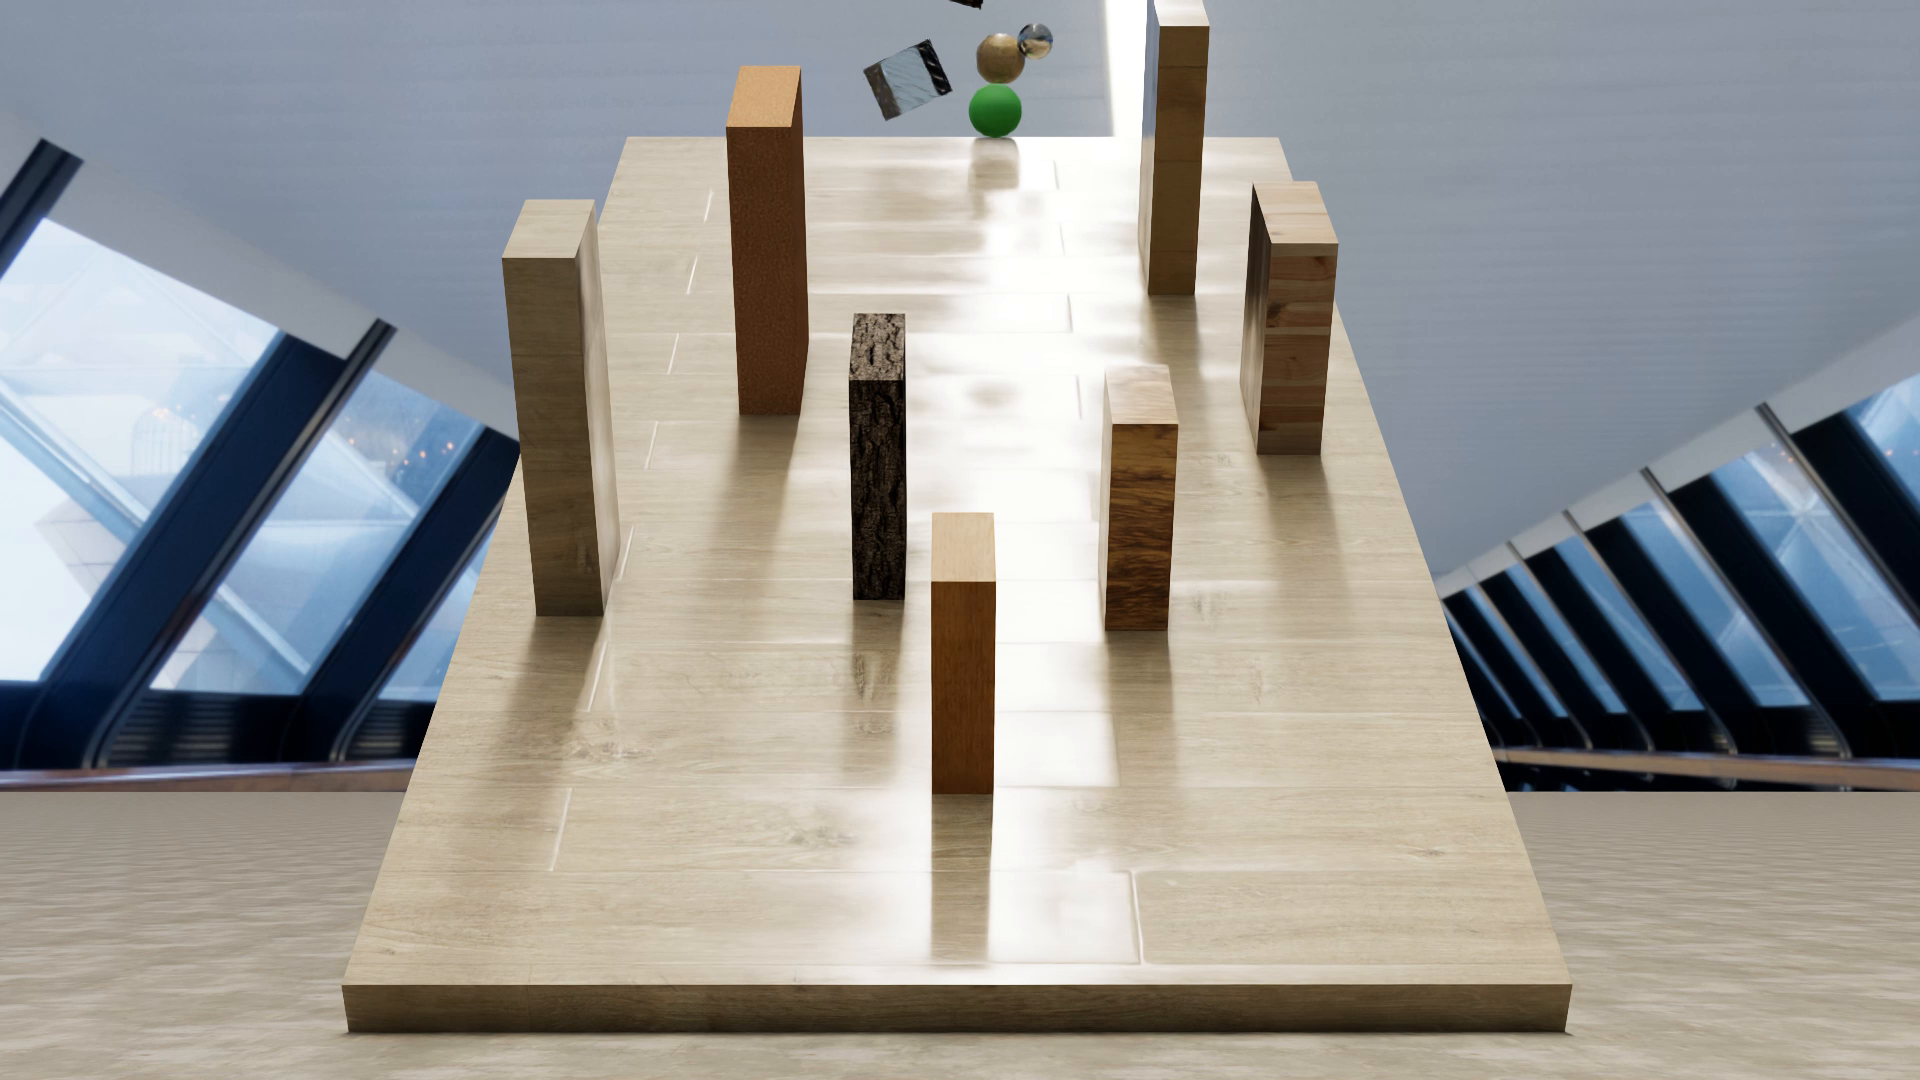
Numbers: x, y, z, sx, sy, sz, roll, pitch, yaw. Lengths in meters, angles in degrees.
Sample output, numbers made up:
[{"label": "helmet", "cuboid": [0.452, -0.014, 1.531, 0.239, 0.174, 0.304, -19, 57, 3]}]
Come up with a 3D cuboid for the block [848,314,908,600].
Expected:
[{"label": "block", "cuboid": [-0.167, -0.174, 4.988, 0.107, 0.502, 0.322, 0, 29, 0]}]

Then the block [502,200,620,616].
[{"label": "block", "cuboid": [-0.795, -0.261, 4.847, 0.137, 0.788, 0.299, 0, 29, 0]}]

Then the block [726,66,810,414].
[{"label": "block", "cuboid": [-0.452, -0.715, 5.729, 0.145, 0.716, 0.428, 0, 29, 0]}]

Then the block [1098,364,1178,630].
[{"label": "block", "cuboid": [0.356, -0.086, 4.869, 0.128, 0.468, 0.267, 0, 29, 0]}]

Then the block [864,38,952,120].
[{"label": "block", "cuboid": [-0.159, -1.390, 7.273, 0.168, 0.168, 0.168, -29, 11, -20]}]

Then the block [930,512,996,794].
[{"label": "block", "cuboid": [0.005, 0.205, 4.370, 0.113, 0.448, 0.250, 0, 29, 0]}]

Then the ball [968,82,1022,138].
[{"label": "ball", "cuboid": [0.108, -1.319, 7.382, 0.164, 0.164, 0.164, 0, -6, 0]}]

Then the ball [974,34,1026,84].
[{"label": "ball", "cuboid": [0.124, -1.489, 7.456, 0.158, 0.158, 0.158, 0, -6, 0]}]

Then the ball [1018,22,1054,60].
[{"label": "ball", "cuboid": [0.231, -1.528, 7.368, 0.111, 0.111, 0.111, 0, -6, 0]}]

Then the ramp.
[{"label": "ramp", "cuboid": [-0.013, -0.215, 5.676, 2.000, 0.100, 4.000, 0, 29, 0]}]

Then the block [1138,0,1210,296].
[{"label": "block", "cuboid": [0.558, -1.063, 6.344, 0.124, 0.727, 0.410, 0, 29, 0]}]

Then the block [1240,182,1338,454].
[{"label": "block", "cuboid": [0.757, -0.517, 5.583, 0.147, 0.523, 0.378, 0, 29, 0]}]

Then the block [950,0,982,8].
[{"label": "block", "cuboid": [-0.001, -1.813, 7.566, 0.190, 0.190, 0.190, 15, -5, 1]}]
